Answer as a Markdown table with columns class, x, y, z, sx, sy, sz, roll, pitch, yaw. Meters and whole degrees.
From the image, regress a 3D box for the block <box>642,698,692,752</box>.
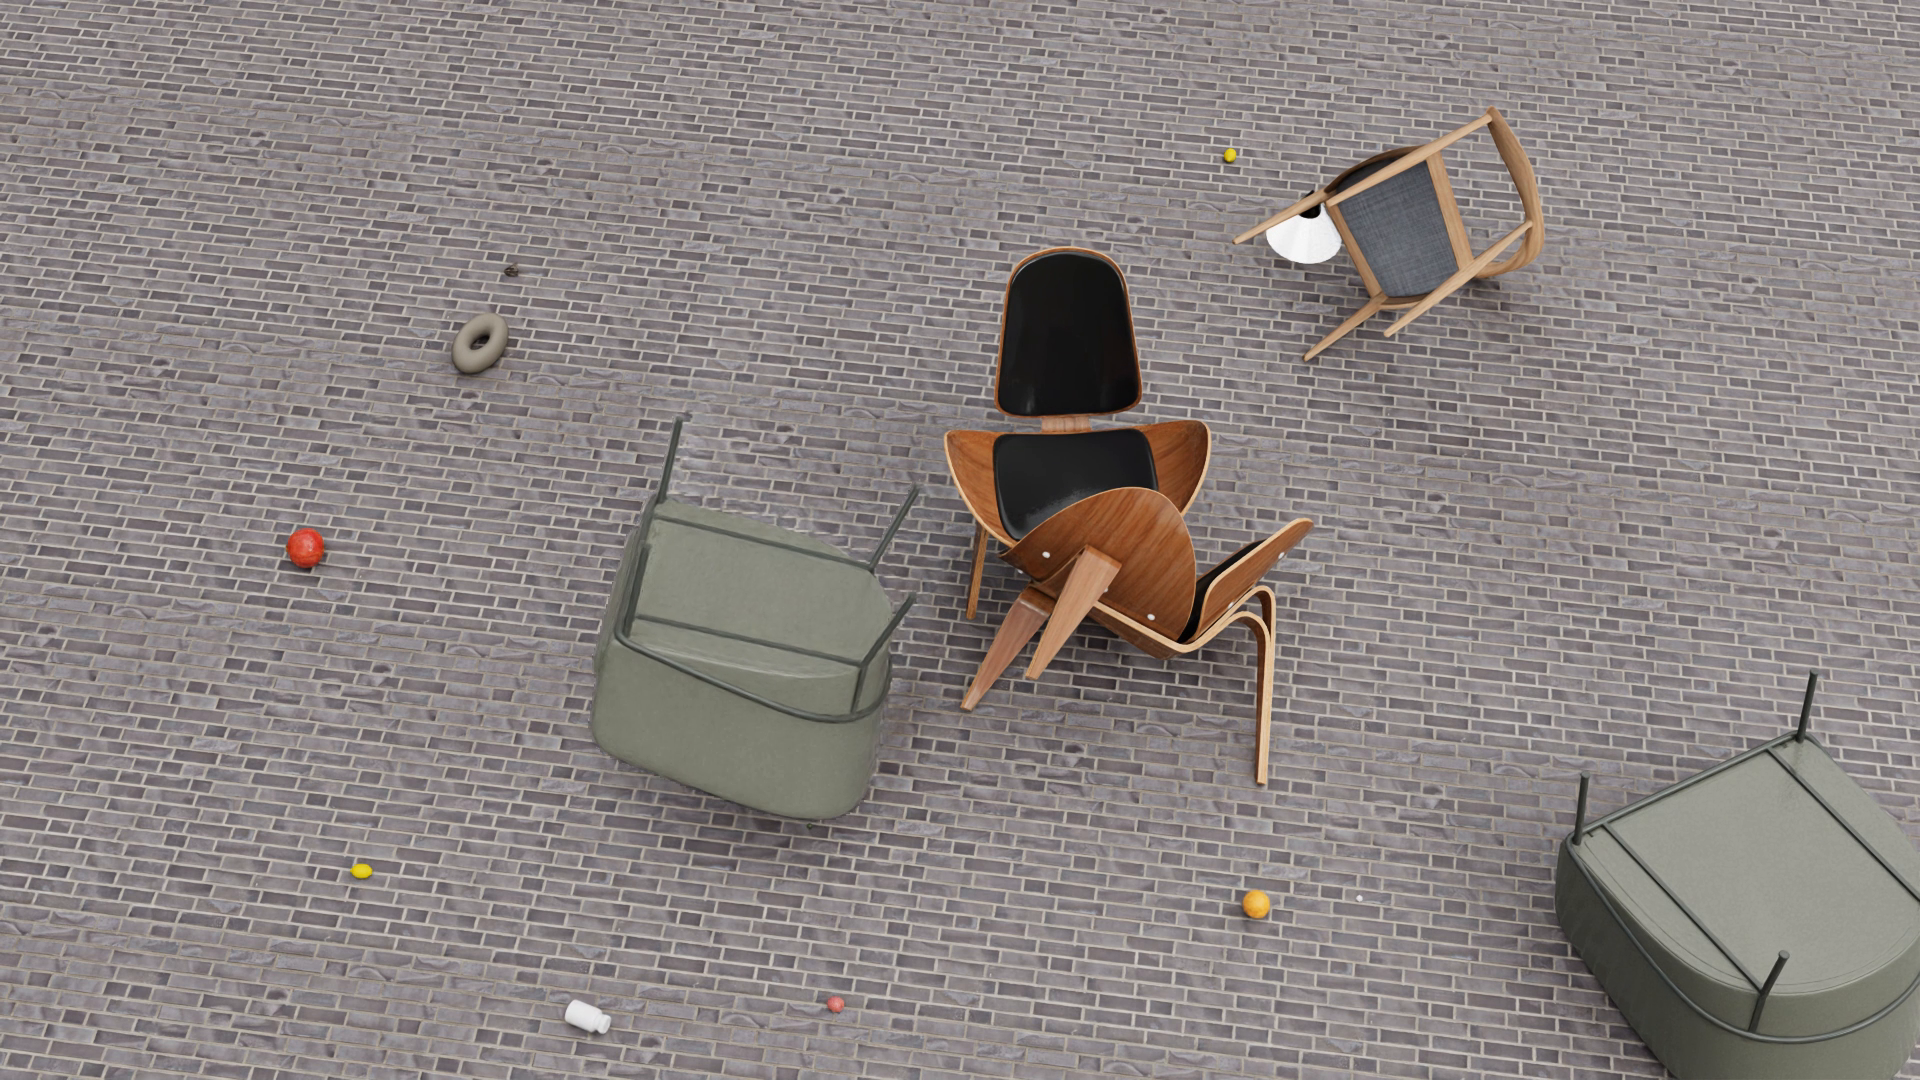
| class | x | y | z | sx | sy | sz | roll | pitch | yaw |
| --- | --- | --- | --- | --- | --- | --- | --- | --- | --- |
| block | -0.825 | 0.519 | 6.192 | 0.081 | 0.055 | 0.125 | 24 | 60 | 16 |

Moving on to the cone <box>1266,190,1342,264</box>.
| class | x | y | z | sx | sy | sz | roll | pitch | yaw |
| --- | --- | --- | --- | --- | --- | --- | --- | --- | --- |
| cone | 1.133 | -1.063 | 7.153 | 0.248 | 0.223 | 0.230 | 21 | 59 | 14 |

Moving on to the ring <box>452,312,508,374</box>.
| class | x | y | z | sx | sy | sz | roll | pitch | yaw |
| --- | --- | --- | --- | --- | --- | --- | --- | --- | --- |
| ring | -1.516 | -0.622 | 6.946 | 0.155 | 0.077 | 0.235 | 21 | 60 | 12 |
